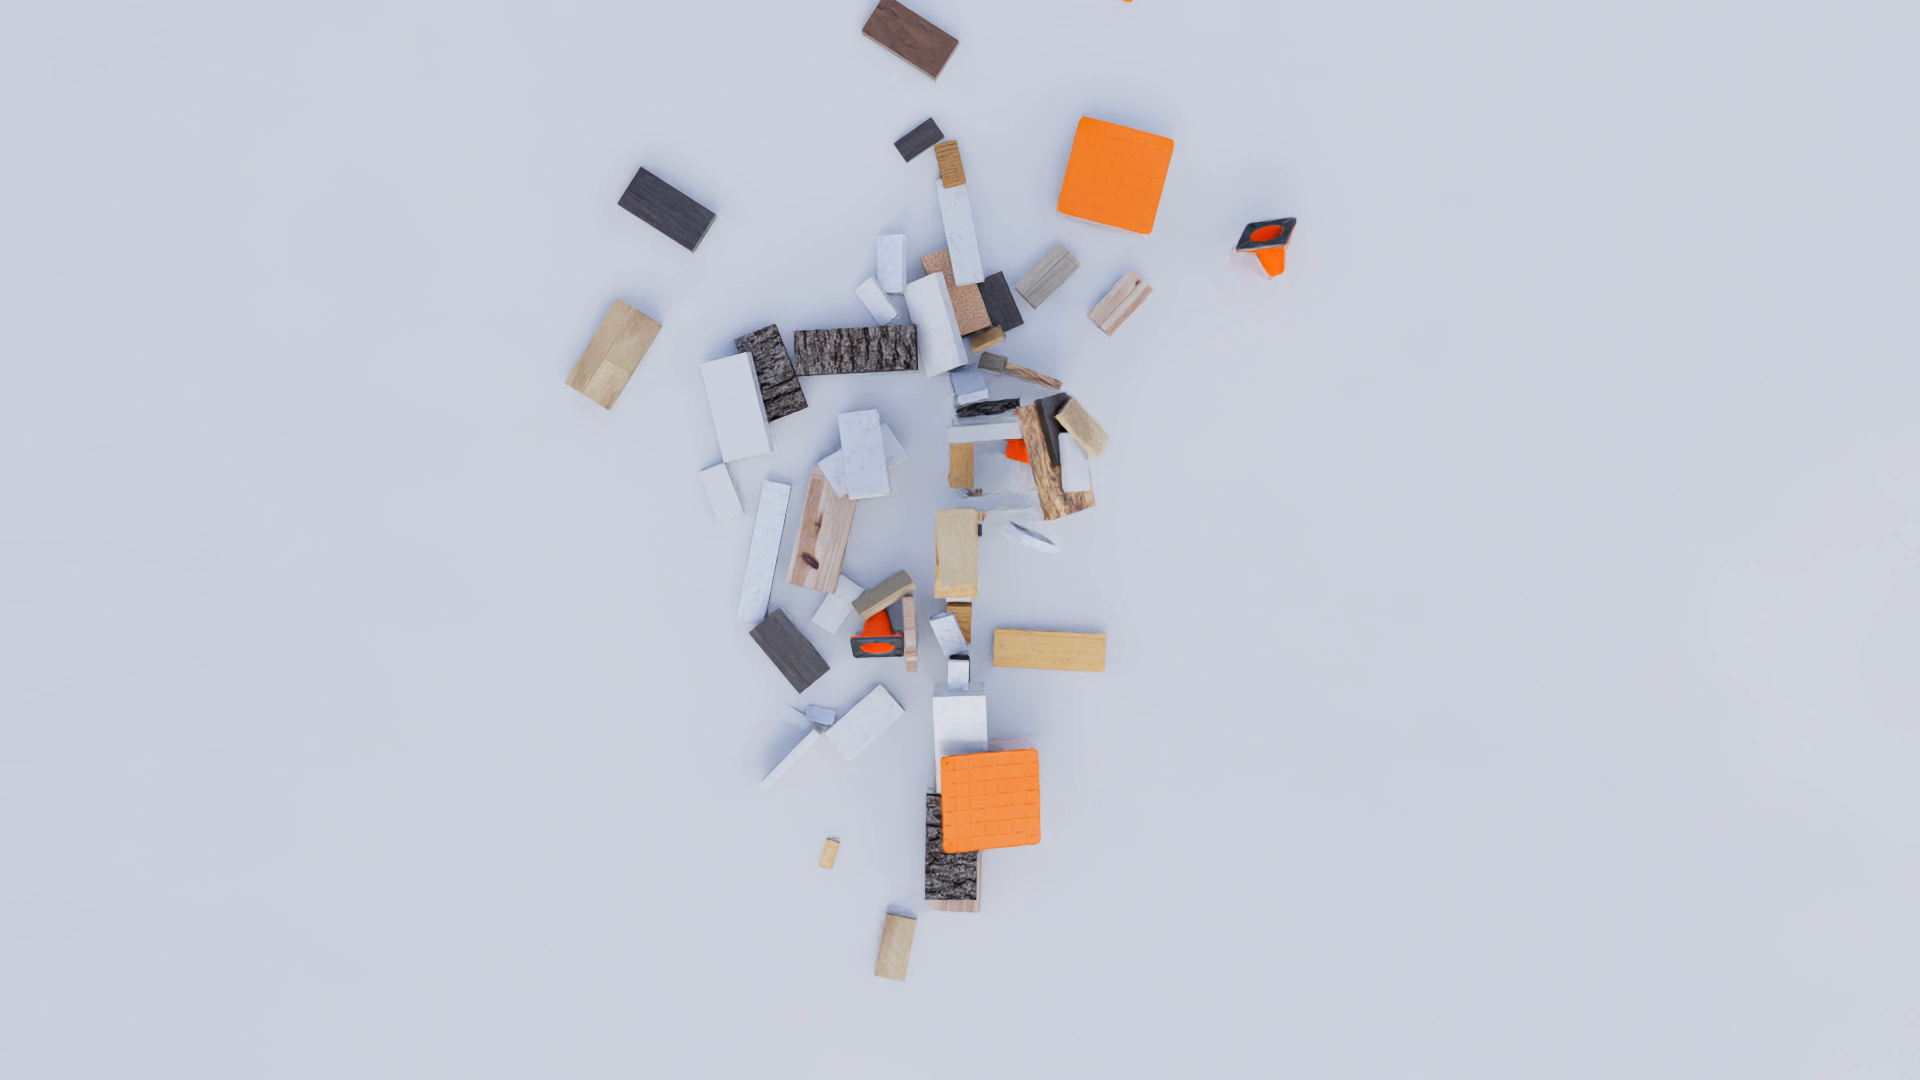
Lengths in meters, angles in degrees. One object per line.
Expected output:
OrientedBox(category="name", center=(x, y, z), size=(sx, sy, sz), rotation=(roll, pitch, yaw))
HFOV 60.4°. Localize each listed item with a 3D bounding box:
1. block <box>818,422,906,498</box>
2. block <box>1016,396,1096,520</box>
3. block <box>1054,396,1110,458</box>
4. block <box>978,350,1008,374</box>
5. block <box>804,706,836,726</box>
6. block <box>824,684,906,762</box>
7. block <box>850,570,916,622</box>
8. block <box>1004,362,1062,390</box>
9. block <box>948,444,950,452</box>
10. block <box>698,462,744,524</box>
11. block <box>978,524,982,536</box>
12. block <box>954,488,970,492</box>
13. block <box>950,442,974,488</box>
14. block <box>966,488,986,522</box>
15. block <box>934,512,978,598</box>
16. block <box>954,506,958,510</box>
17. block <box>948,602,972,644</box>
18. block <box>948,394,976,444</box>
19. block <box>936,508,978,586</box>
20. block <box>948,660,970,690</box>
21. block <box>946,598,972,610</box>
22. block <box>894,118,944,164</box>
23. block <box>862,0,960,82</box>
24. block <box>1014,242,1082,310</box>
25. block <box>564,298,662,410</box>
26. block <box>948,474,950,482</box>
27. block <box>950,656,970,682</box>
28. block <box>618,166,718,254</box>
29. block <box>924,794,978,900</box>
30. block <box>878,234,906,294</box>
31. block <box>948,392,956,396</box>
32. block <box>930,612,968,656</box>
OrientedBox(category="block", center=(-0.323, -0.263, 5.447), size=(0.264, 0.037, 0.132), rotation=(-32, 80, -10))
OrientedBox(category="block", center=(0.295, -0.251, 5.027), size=(0.175, 0.050, 0.350), rotation=(-19, 97, -37))
OrientedBox(category="block", center=(0.371, -0.340, 4.981), size=(0.177, 0.025, 0.089), rotation=(46, 51, -13))
OrientedBox(category="block", center=(0.109, -0.587, 5.456), size=(0.111, 0.016, 0.055), rotation=(20, 90, 44))
OrientedBox(category="block", center=(-0.464, 0.584, 5.485), size=(0.094, 0.013, 0.047), rotation=(13, 67, 0))
OrientedBox(category="block", center=(-0.316, 0.605, 5.482), size=(0.247, 0.035, 0.124), rotation=(-41, 90, 0))
OrientedBox(category="block", center=(-0.252, 0.182, 5.437), size=(0.208, 0.104, 0.029), rotation=(-32, 119, -6))
OrientedBox(category="block", center=(0.243, -0.541, 5.451), size=(0.193, 0.096, 0.027), rotation=(20, 92, 0))
OrientedBox(category="block", center=(-0.003, -0.304, 5.424), size=(0.075, 0.150, 0.021), rotation=(0, 96, 0))
OrientedBox(category="block", center=(-0.792, -0.155, 5.487), size=(0.092, 0.026, 0.184), rotation=(-22, 90, 0))
OrientedBox(category="block", center=(0.002, -0.031, 5.365), size=(0.135, 0.269, 0.038), rotation=(0, 90, 0))
OrientedBox(category="block", center=(0.019, -0.164, 5.443), size=(0.051, 0.102, 0.014), rotation=(19, 90, -25))
OrientedBox(category="block", center=(0.006, -0.244, 5.338), size=(0.075, 0.021, 0.150), rotation=(1, 90, 0))
OrientedBox(category="block", center=(0.054, -0.112, 5.390), size=(0.051, 0.014, 0.102), rotation=(-14, 97, -38))
OrientedBox(category="block", center=(-0.011, 0.048, 5.211), size=(0.135, 0.038, 0.269), rotation=(0, 90, 0))
OrientedBox(category="block", center=(0.023, -0.091, 5.443), size=(0.051, 0.102, 0.014), rotation=(24, 90, -28))
OrientedBox(category="block", center=(-0.003, 0.275, 5.442), size=(0.081, 0.023, 0.161), rotation=(1, 128, 0))
OrientedBox(category="block", center=(0.014, -0.395, 5.309), size=(0.077, 0.022, 0.155), rotation=(-20, 102, -37))
OrientedBox(category="block", center=(-0.009, 0.022, 4.947), size=(0.114, 0.032, 0.228), rotation=(-4, 90, 0))
OrientedBox(category="block", center=(-0.006, 0.453, 5.347), size=(0.066, 0.019, 0.132), rotation=(2, 108, 0))
OrientedBox(category="block", center=(-0.004, 0.198, 5.420), size=(0.081, 0.161, 0.023), rotation=(1, 72, 0))
OrientedBox(category="block", center=(-0.136, -1.330, 5.489), size=(0.153, 0.022, 0.077), rotation=(-35, 90, 0))
OrientedBox(category="block", center=(-0.164, -1.669, 5.479), size=(0.292, 0.041, 0.146), rotation=(33, 90, 0))
OrientedBox(category="block", center=(0.291, -0.878, 5.485), size=(0.210, 0.030, 0.105), rotation=(-44, 90, 0))
OrientedBox(category="block", center=(-1.149, -0.617, 5.476), size=(0.167, 0.047, 0.333), rotation=(32, 90, 0))
OrientedBox(category="block", center=(-0.003, -0.205, 5.424), size=(0.075, 0.150, 0.021), rotation=(0, 95, 0))
OrientedBox(category="block", center=(-0.001, 0.425, 5.438), size=(0.066, 0.132, 0.019), rotation=(0, 119, 0))
OrientedBox(category="block", center=(-0.972, -1.096, 5.479), size=(0.293, 0.042, 0.147), rotation=(32, 90, 0))
OrientedBox(category="block", center=(-0.029, 1.009, 5.428), size=(0.170, 0.048, 0.340), rotation=(1, 90, 0))
OrientedBox(category="block", center=(-0.227, -0.914, 5.466), size=(0.095, 0.027, 0.190), rotation=(0, 90, 28))
OrientedBox(category="block", center=(0.002, -0.472, 5.423), size=(0.077, 0.155, 0.022), rotation=(-1, 90, 0))
OrientedBox(category="block", center=(-0.036, 0.309, 5.438), size=(0.081, 0.023, 0.161), rotation=(-16, 126, 9))
